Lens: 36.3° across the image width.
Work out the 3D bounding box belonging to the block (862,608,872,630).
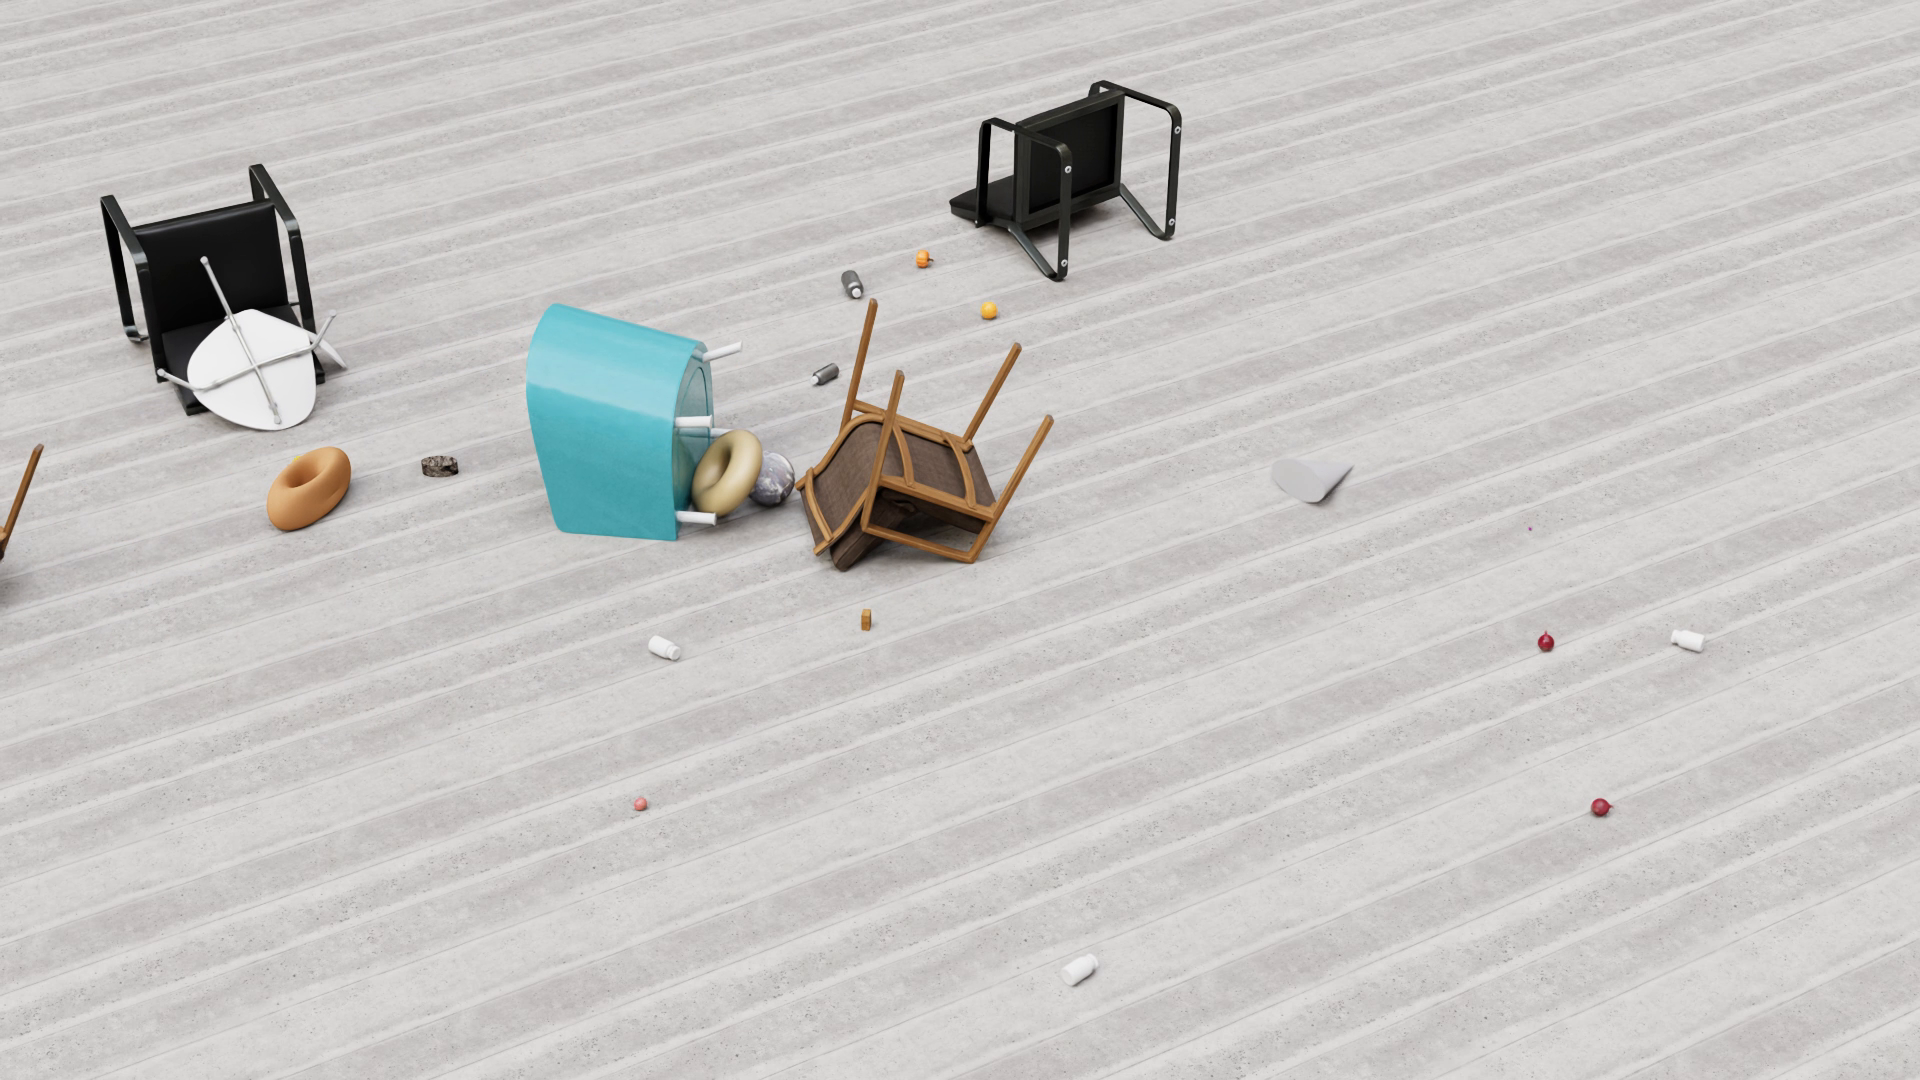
[{"bbox_3d":[-0.334,0.285,10.455,0.029,0.064,0.045,5,34,7],"label":"block"}]

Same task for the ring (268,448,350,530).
[{"bbox_3d":[-2.463,-0.197,11.098,0.223,0.164,0.461,12,36,20],"label":"ring"}]

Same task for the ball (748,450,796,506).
[{"bbox_3d":[-0.727,-0.235,11.114,0.205,0.205,0.205,0,33,0],"label":"ball"}]

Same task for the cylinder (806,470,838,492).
[{"bbox_3d":[-0.532,-0.227,11.241,0.103,0.053,0.071,-26,34,-34],"label":"cylinder"}]

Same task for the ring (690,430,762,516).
[{"bbox_3d":[-0.879,-0.252,11.039,0.115,0.361,0.451,30,-3,-25],"label":"ring"}]

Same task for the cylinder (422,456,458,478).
[{"bbox_3d":[-2.010,-0.284,11.328,0.139,0.052,0.076,1,33,1],"label":"cylinder"}]

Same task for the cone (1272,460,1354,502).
[{"bbox_3d":[1.411,-0.260,11.275,0.346,0.143,0.268,-15,34,-42],"label":"cone"}]
